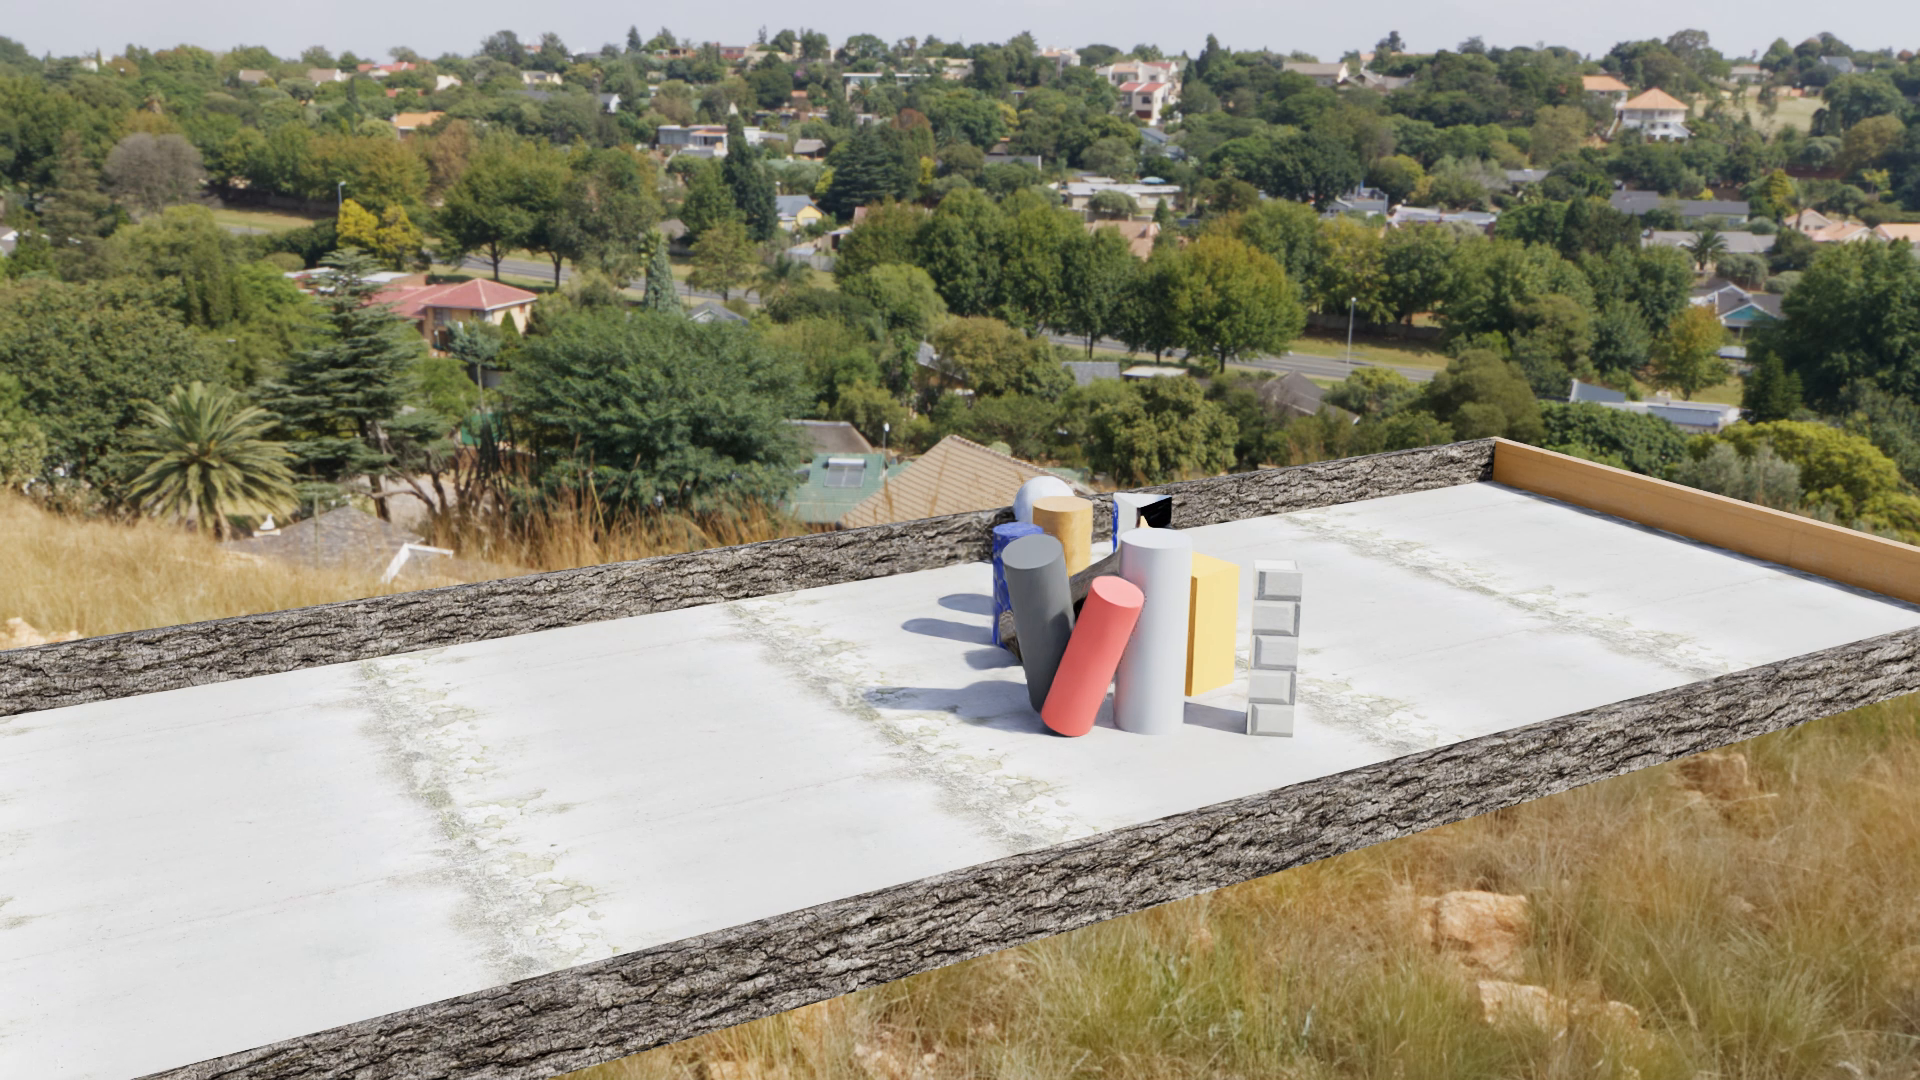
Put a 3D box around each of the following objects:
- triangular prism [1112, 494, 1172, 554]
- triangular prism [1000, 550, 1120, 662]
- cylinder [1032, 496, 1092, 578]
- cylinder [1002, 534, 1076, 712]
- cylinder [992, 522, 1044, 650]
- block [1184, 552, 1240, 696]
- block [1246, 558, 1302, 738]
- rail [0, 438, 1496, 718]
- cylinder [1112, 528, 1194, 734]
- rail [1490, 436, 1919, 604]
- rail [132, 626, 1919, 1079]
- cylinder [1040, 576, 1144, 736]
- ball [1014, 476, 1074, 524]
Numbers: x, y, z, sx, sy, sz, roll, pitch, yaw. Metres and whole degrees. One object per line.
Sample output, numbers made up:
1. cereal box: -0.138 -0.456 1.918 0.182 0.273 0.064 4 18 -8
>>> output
1. triangular prism: 0.453 0.085 4.337 0.130 0.410 0.150 14 21 39
2. triangular prism: 0.302 0.140 4.202 0.429 0.142 0.123 -29 50 11
3. cylinder: 0.282 0.058 4.573 0.165 0.329 0.165 0 16 0
4. cylinder: 0.201 0.203 3.867 0.140 0.427 0.140 -9 32 5
5. cylinder: 0.153 0.123 4.382 0.133 0.313 0.133 0 16 0
6. block: 0.578 0.207 4.103 0.154 0.308 0.154 -13 21 -38
7. block: 0.723 0.248 3.803 0.104 0.398 0.104 2 17 8
8. rail: -3.305 0.497 3.399 12.000 0.150 0.050 -9 18 -27
9. cylinder: 0.447 0.211 3.833 0.166 0.451 0.166 1 16 0
10. rail: 2.466 -0.048 5.253 0.050 0.150 2.100 -9 18 -27
11. rail: -2.336 1.006 1.665 12.000 0.150 0.050 -9 18 -27
12. cylinder: 0.299 0.266 3.761 0.123 0.369 0.123 15 29 -8
13. ball: 0.263 -0.098 5.074 0.198 0.198 0.198 0 16 0
